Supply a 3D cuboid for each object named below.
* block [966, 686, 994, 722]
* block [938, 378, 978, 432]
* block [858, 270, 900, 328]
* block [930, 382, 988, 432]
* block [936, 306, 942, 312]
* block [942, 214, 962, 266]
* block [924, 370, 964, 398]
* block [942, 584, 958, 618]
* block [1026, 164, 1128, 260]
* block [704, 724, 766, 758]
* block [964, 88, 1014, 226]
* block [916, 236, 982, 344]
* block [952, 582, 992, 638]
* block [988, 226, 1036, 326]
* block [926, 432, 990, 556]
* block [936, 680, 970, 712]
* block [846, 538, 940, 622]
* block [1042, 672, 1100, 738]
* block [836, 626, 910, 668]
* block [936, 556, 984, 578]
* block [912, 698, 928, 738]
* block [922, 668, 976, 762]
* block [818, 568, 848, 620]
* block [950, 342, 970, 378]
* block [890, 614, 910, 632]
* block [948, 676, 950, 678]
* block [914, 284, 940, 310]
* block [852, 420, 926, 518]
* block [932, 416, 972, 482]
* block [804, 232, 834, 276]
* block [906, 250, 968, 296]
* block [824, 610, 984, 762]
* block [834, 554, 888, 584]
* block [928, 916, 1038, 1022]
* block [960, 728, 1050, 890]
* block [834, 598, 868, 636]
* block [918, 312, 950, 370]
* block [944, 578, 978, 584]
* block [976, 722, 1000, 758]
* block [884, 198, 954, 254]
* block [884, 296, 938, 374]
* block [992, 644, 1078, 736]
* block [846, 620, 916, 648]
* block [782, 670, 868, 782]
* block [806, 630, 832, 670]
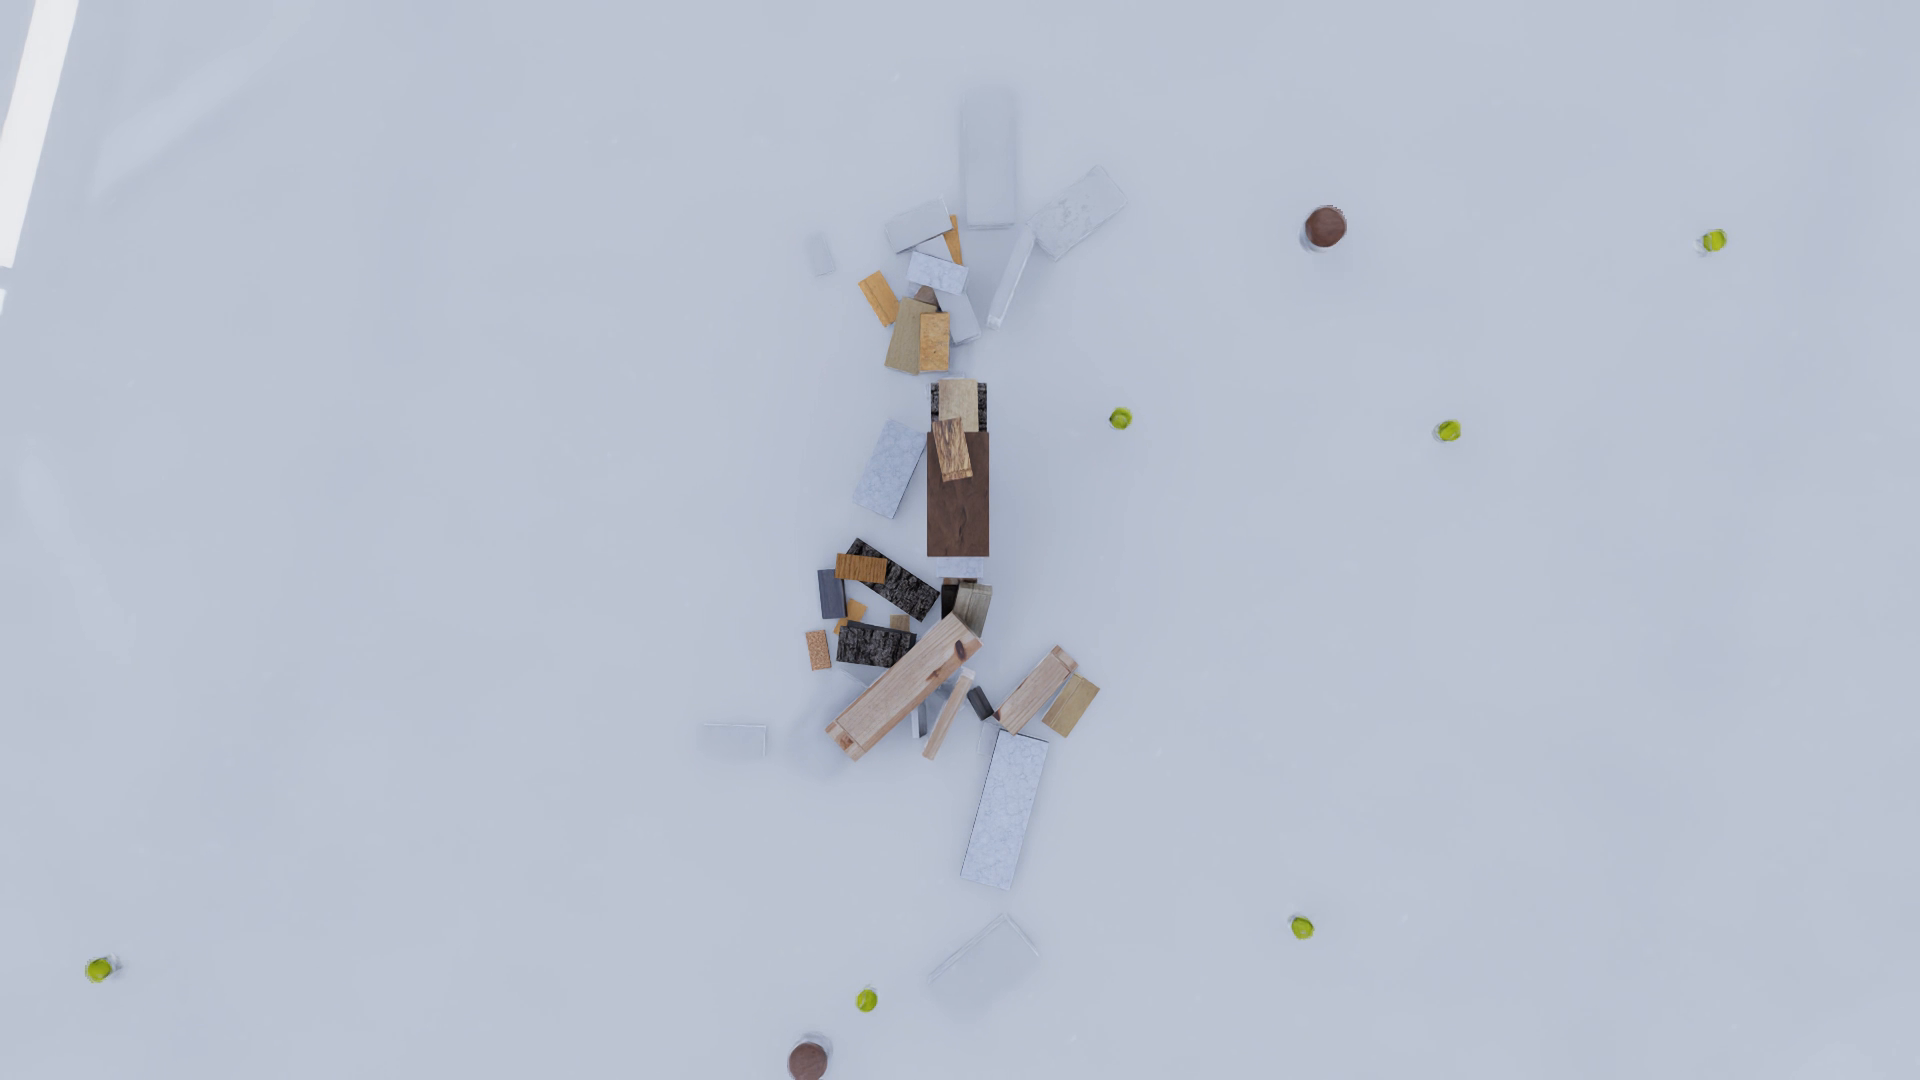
[{"bbox_3d":[0.067,0.543,5.484,0.053,0.015,0.105,-29,90,-20],"label":"block"},{"bbox_3d":[-0.005,-0.390,5.020,0.118,0.034,0.237,-1,54,0],"label":"block"},{"bbox_3d":[-0.260,-0.802,5.488,0.086,0.024,0.171,-31,90,0],"label":"block"},{"bbox_3d":[-0.003,-0.313,5.128,0.174,0.049,0.347,0,90,0],"label":"block"},{"bbox_3d":[-0.055,-0.845,5.460,0.104,0.030,0.209,-18,103,3],"label":"block"},{"bbox_3d":[-0.051,-0.970,5.485,0.104,0.030,0.209,-7,90,0],"label":"block"},{"bbox_3d":[-0.051,-0.515,5.451,0.133,0.067,0.019,-21,117,14],"label":"block"},{"bbox_3d":[-0.007,0.241,5.420,0.110,0.031,0.220,1,128,0],"label":"block"},{"bbox_3d":[0.387,-1.087,5.478,0.307,0.043,0.153,-39,90,0],"label":"block"},{"bbox_3d":[-0.750,0.667,5.486,0.200,0.028,0.100,2,90,0],"label":"block"},{"bbox_3d":[0.095,-1.268,5.478,0.153,0.043,0.444,-2,90,0],"label":"block"},{"bbox_3d":[-0.036,-0.823,5.411,0.094,0.027,0.341,-22,103,3],"label":"block"},{"bbox_3d":[0.031,0.235,5.375,0.110,0.031,0.220,9,128,-6],"label":"block"},{"bbox_3d":[0.170,-0.866,5.423,0.043,0.153,0.307,22,90,0],"label":"block"},{"bbox_3d":[-0.005,-0.130,4.721,0.178,0.050,0.356,0,89,0],"label":"block"},{"bbox_3d":[-0.022,0.517,5.493,0.105,0.015,0.053,37,90,0],"label":"block"},{"bbox_3d":[-0.235,0.133,5.483,0.335,0.033,0.117,34,90,0],"label":"block"},{"bbox_3d":[0.368,0.548,5.486,0.100,0.028,0.200,35,90,0],"label":"block"},{"bbox_3d":[-0.285,0.355,5.432,0.233,0.033,0.117,7,90,0],"label":"block"},{"bbox_3d":[0.000,-0.029,5.186,0.146,0.041,0.292,0,91,0],"label":"block"},{"bbox_3d":[-0.138,0.524,5.446,0.023,0.082,0.247,-1,95,19],"label":"block"},{"bbox_3d":[-0.037,0.571,5.413,0.042,0.149,0.298,26,95,1],"label":"block"},{"bbox_3d":[-0.423,0.177,5.470,0.082,0.023,0.165,-5,94,19],"label":"block"},{"bbox_3d":[-0.001,-0.590,5.491,0.067,0.019,0.133,0,90,0],"label":"block"},{"bbox_3d":[-0.201,0.313,5.491,0.065,0.018,0.131,0,90,0],"label":"block"},{"bbox_3d":[-0.091,0.412,5.491,0.065,0.018,0.131,-27,90,0],"label":"block"},{"bbox_3d":[-0.089,-0.816,5.438,0.086,0.024,0.171,36,100,-9],"label":"block"},{"bbox_3d":[-0.232,-0.236,5.479,0.149,0.042,0.298,24,90,0],"label":"block"},{"bbox_3d":[-0.022,-0.257,4.685,0.085,0.024,0.171,-11,89,0],"label":"block"},{"bbox_3d":[-0.471,-0.949,5.491,0.065,0.018,0.131,-19,90,0],"label":"block"},{"bbox_3d":[-0.075,-0.869,5.372,0.189,0.027,0.095,16,102,-5],"label":"block"},{"bbox_3d":[-0.184,0.479,5.381,0.580,0.042,0.149,-43,91,10],"label":"block"},{"bbox_3d":[-0.328,0.093,5.441,0.165,0.023,0.082,7,90,-10],"label":"block"},{"bbox_3d":[0.077,1.424,5.476,0.337,0.048,0.168,-40,90,0],"label":"block"},{"bbox_3d":[0.148,0.893,5.476,0.168,0.048,0.505,15,90,0],"label":"block"},{"bbox_3d":[-0.365,0.265,5.491,0.064,0.018,0.128,27,90,0],"label":"block"},{"bbox_3d":[-0.085,-0.653,5.422,0.095,0.027,0.189,-3,112,-10],"label":"block"},{"bbox_3d":[0.001,0.144,5.395,0.110,0.220,0.031,1,63,0],"label":"block"},{"bbox_3d":[0.094,0.665,5.493,0.053,0.015,0.105,15,90,0],"label":"block"},{"bbox_3d":[-0.134,-1.037,5.460,0.209,0.030,0.104,-22,87,13],"label":"block"},{"bbox_3d":[-0.163,-0.676,5.446,0.118,0.034,0.237,16,108,-2],"label":"block"},{"bbox_3d":[0.250,0.498,5.461,0.100,0.028,0.320,43,81,0],"label":"block"},{"bbox_3d":[-0.268,0.345,5.465,0.233,0.033,0.117,11,90,0],"label":"block"},{"bbox_3d":[-0.425,0.616,5.476,0.168,0.048,0.337,34,90,0],"label":"block"},{"bbox_3d":[-0.471,0.367,5.491,0.064,0.018,0.128,-10,90,0],"label":"block"}]
